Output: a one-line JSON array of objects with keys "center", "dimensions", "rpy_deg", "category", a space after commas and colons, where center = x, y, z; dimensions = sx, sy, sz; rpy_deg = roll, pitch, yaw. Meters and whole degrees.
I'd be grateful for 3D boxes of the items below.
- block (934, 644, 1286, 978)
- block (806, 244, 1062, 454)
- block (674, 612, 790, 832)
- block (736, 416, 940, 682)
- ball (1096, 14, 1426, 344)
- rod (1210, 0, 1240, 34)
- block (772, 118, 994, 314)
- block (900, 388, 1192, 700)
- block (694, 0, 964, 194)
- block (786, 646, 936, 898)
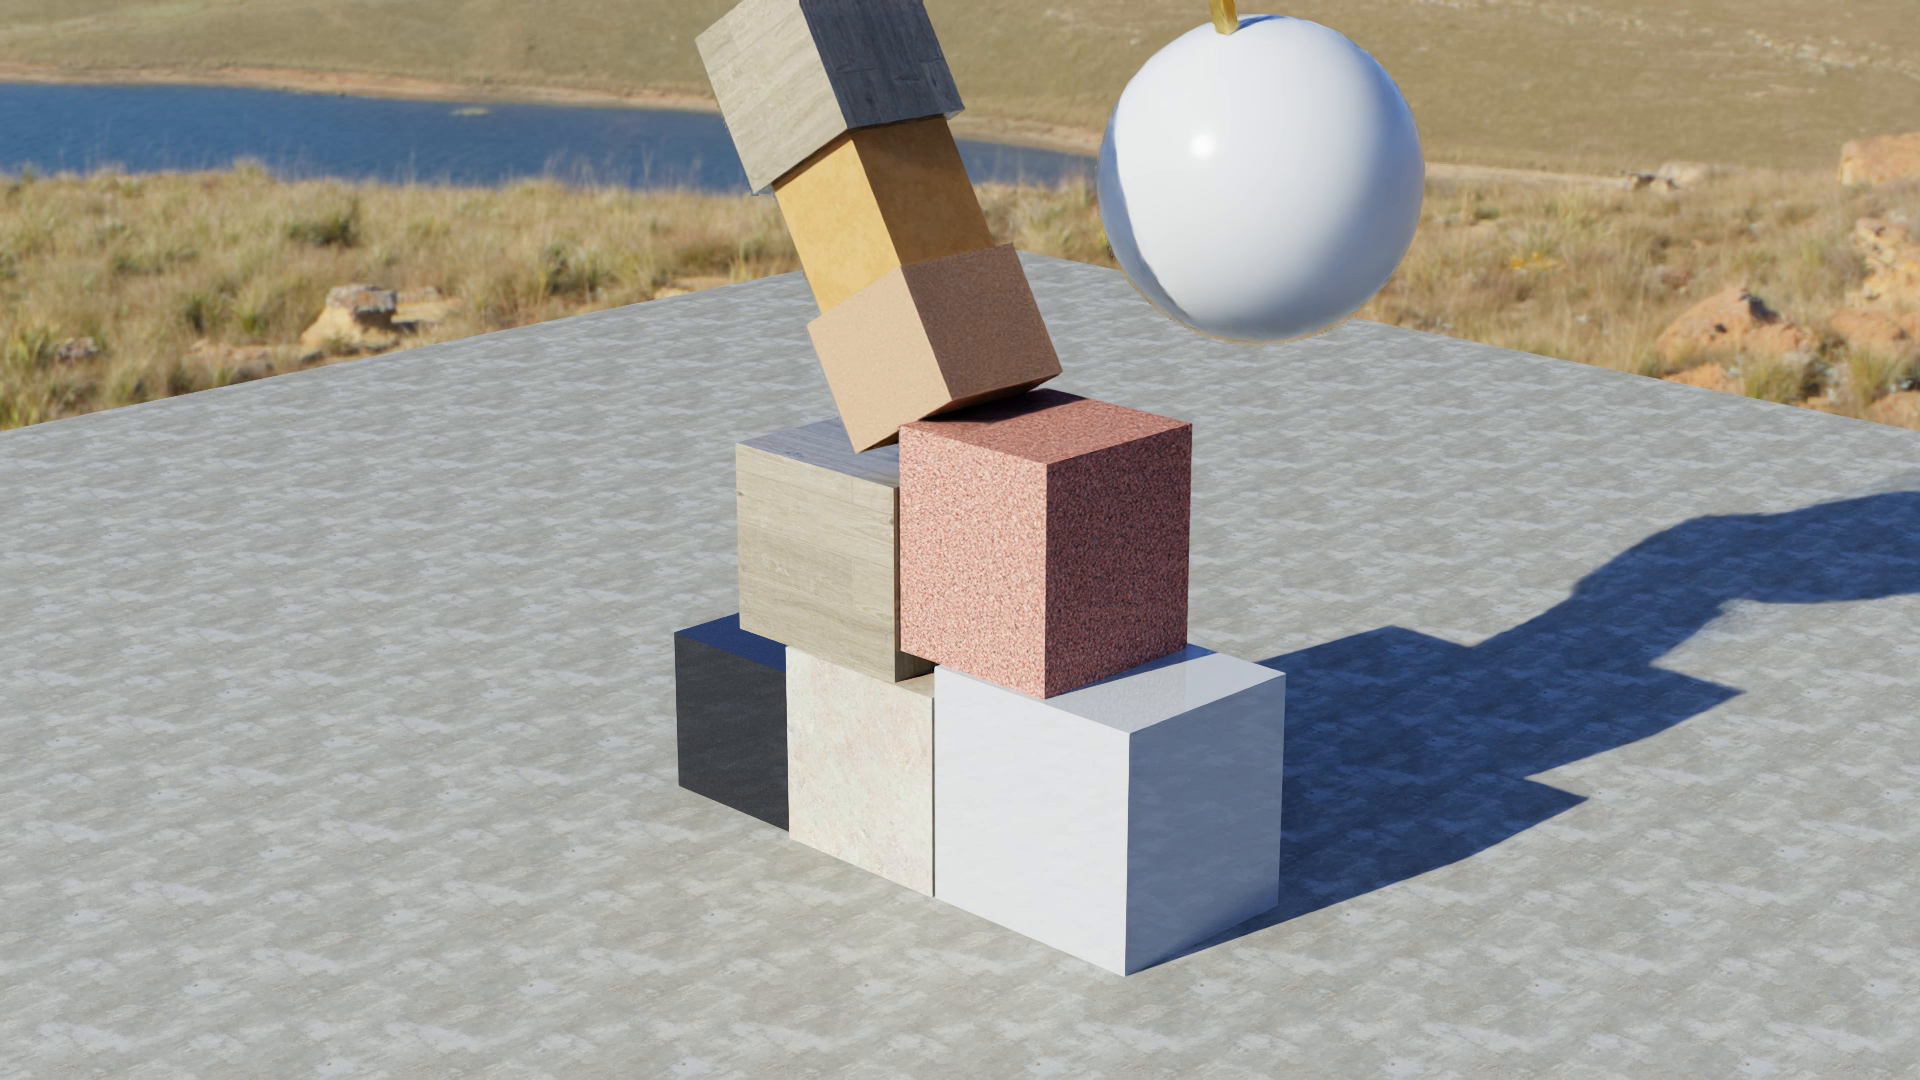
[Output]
[{"center": [0.657, 1.097, 13.009], "dimensions": [1.025, 1.107, 1.146], "rpy_deg": [-17, 24, -42], "category": "block"}, {"center": [-0.115, -0.860, 13.169], "dimensions": [0.703, 0.630, 0.711], "rpy_deg": [-17, -7, -42], "category": "block"}, {"center": [-0.760, 0.825, 14.382], "dimensions": [0.919, 0.803, 0.860], "rpy_deg": [-17, 24, -42], "category": "block"}, {"center": [-0.306, -0.013, 13.678], "dimensions": [1.016, 0.908, 1.055], "rpy_deg": [-17, 24, -42], "category": "block"}, {"center": [1.467, -1.761, 14.326], "dimensions": [1.600, 1.600, 1.600], "rpy_deg": [0, 17, 0], "category": "ball"}, {"center": [0.636, -4.555, 12.576], "dimensions": [0.080, 5.200, 0.080], "rpy_deg": [17, 44, 42], "category": "rod"}, {"center": [-0.342, -1.454, 13.227], "dimensions": [0.587, 0.647, 0.600], "rpy_deg": [-17, -7, -42], "category": "block"}, {"center": [0.375, -0.008, 12.943], "dimensions": [0.926, 1.041, 0.882], "rpy_deg": [-17, 24, -42], "category": "block"}, {"center": [-0.594, -2.112, 13.291], "dimensions": [0.722, 0.767, 0.732], "rpy_deg": [-17, -7, -42], "category": "block"}, {"center": [-0.089, 0.940, 13.756], "dimensions": [1.068, 0.957, 0.963], "rpy_deg": [-17, 24, -42], "category": "block"}]
